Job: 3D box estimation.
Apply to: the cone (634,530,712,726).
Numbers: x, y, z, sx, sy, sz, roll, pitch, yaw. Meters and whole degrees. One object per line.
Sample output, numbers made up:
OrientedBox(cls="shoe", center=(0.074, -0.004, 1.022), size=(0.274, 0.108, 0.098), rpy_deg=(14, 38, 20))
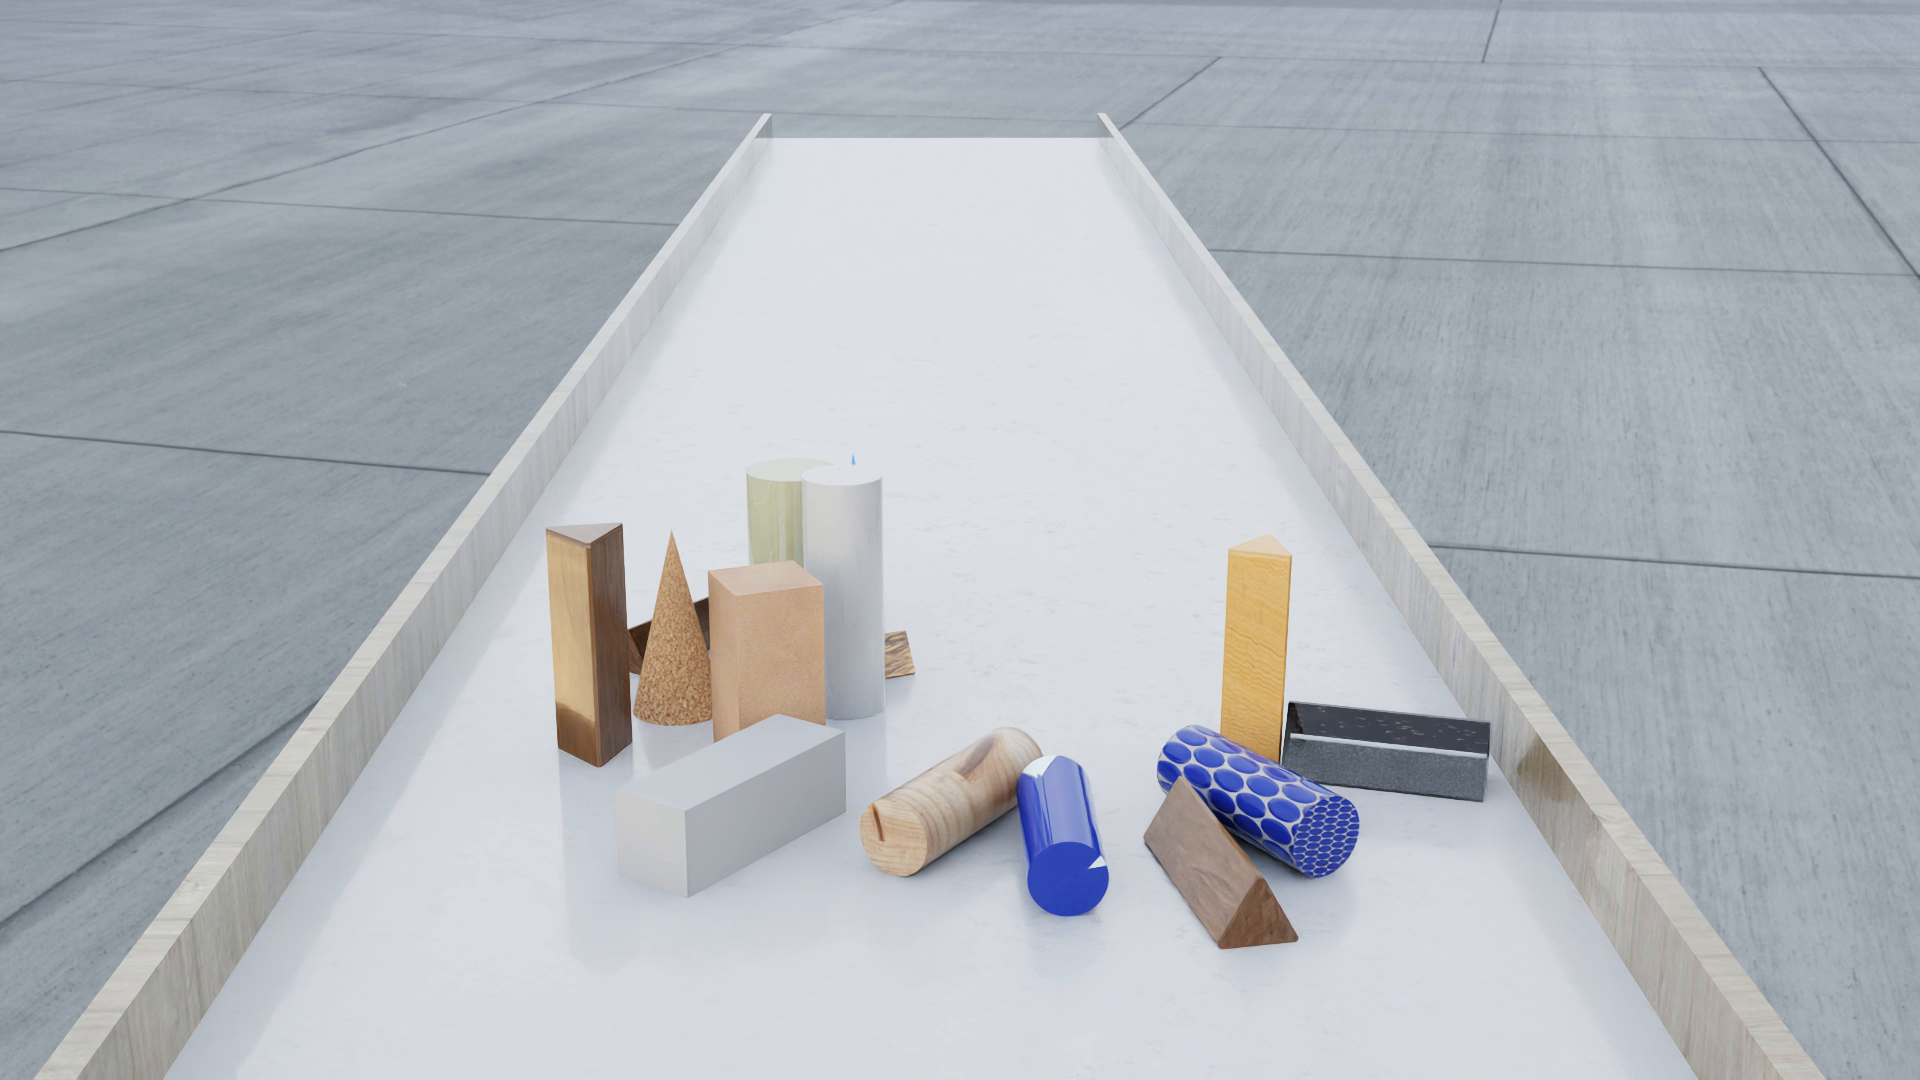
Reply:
OrientedBox(cls="cone", center=(-0.532, 0.149, 4.100), size=(0.170, 0.356, 0.170), rpy_deg=(0, 17, 0))

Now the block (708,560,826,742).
OrientedBox(cls="block", center=(-0.339, 0.228, 3.863), size=(0.158, 0.340, 0.158), rpy_deg=(-7, 18, -22))

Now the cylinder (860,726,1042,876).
OrientedBox(cls="cylinder", center=(-0.007, 0.421, 3.586), size=(0.128, 0.128, 0.366), rpy_deg=(10, 19, 31))

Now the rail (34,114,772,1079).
OrientedBox(cls="rail", center=(-1.118, -0.838, 7.780), size=(0.050, 0.150, 12.000), rpy_deg=(0, 17, -1))

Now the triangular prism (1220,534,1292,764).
OrientedBox(cls="triangular prism", center=(0.526, 0.192, 3.863), size=(0.108, 0.401, 0.094), rpy_deg=(6, 22, 17))

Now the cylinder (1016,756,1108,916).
OrientedBox(cls="cylinder", center=(0.158, 0.460, 3.463), size=(0.123, 0.123, 0.340), rpy_deg=(0, 17, -1))

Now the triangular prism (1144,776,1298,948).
OrientedBox(cls="triangular prism", center=(0.398, 0.487, 3.393), size=(0.122, 0.106, 0.392), rpy_deg=(-3, 17, -11))

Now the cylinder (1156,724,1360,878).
OrientedBox(cls="cylinder", center=(0.480, 0.420, 3.578), size=(0.134, 0.134, 0.356), rpy_deg=(-10, 19, -30))

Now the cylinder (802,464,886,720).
OrientedBox(cls="cylinder", center=(-0.216, 0.097, 4.106), size=(0.149, 0.452, 0.149), rpy_deg=(0, 17, 0))

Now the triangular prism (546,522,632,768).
OrientedBox(cls="triangular prism", center=(-0.639, 0.178, 3.902), size=(0.114, 0.413, 0.132), rpy_deg=(-15, 22, -41))

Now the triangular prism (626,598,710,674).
OrientedBox(cls="triangular prism", center=(-0.545, 0.170, 4.496), size=(0.100, 0.087, 0.402), rpy_deg=(10, 19, 32))

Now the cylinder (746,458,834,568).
OrientedBox(cls="cylinder", center=(-0.329, 0.052, 4.355), size=(0.179, 0.397, 0.179), rpy_deg=(0, 17, 0))

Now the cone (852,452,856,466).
OrientedBox(cls="cone", center=(-0.221, -0.006, 4.598), size=(0.126, 0.370, 0.126), rpy_deg=(0, 17, 0))

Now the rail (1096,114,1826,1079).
OrientedBox(cls="rail", center=(0.932, -0.844, 7.801), size=(0.050, 0.150, 12.000), rpy_deg=(0, 17, -1))

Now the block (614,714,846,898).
OrientedBox(cls="block", center=(-0.364, 0.422, 3.553), size=(0.145, 0.145, 0.401), rpy_deg=(11, 20, 33))
